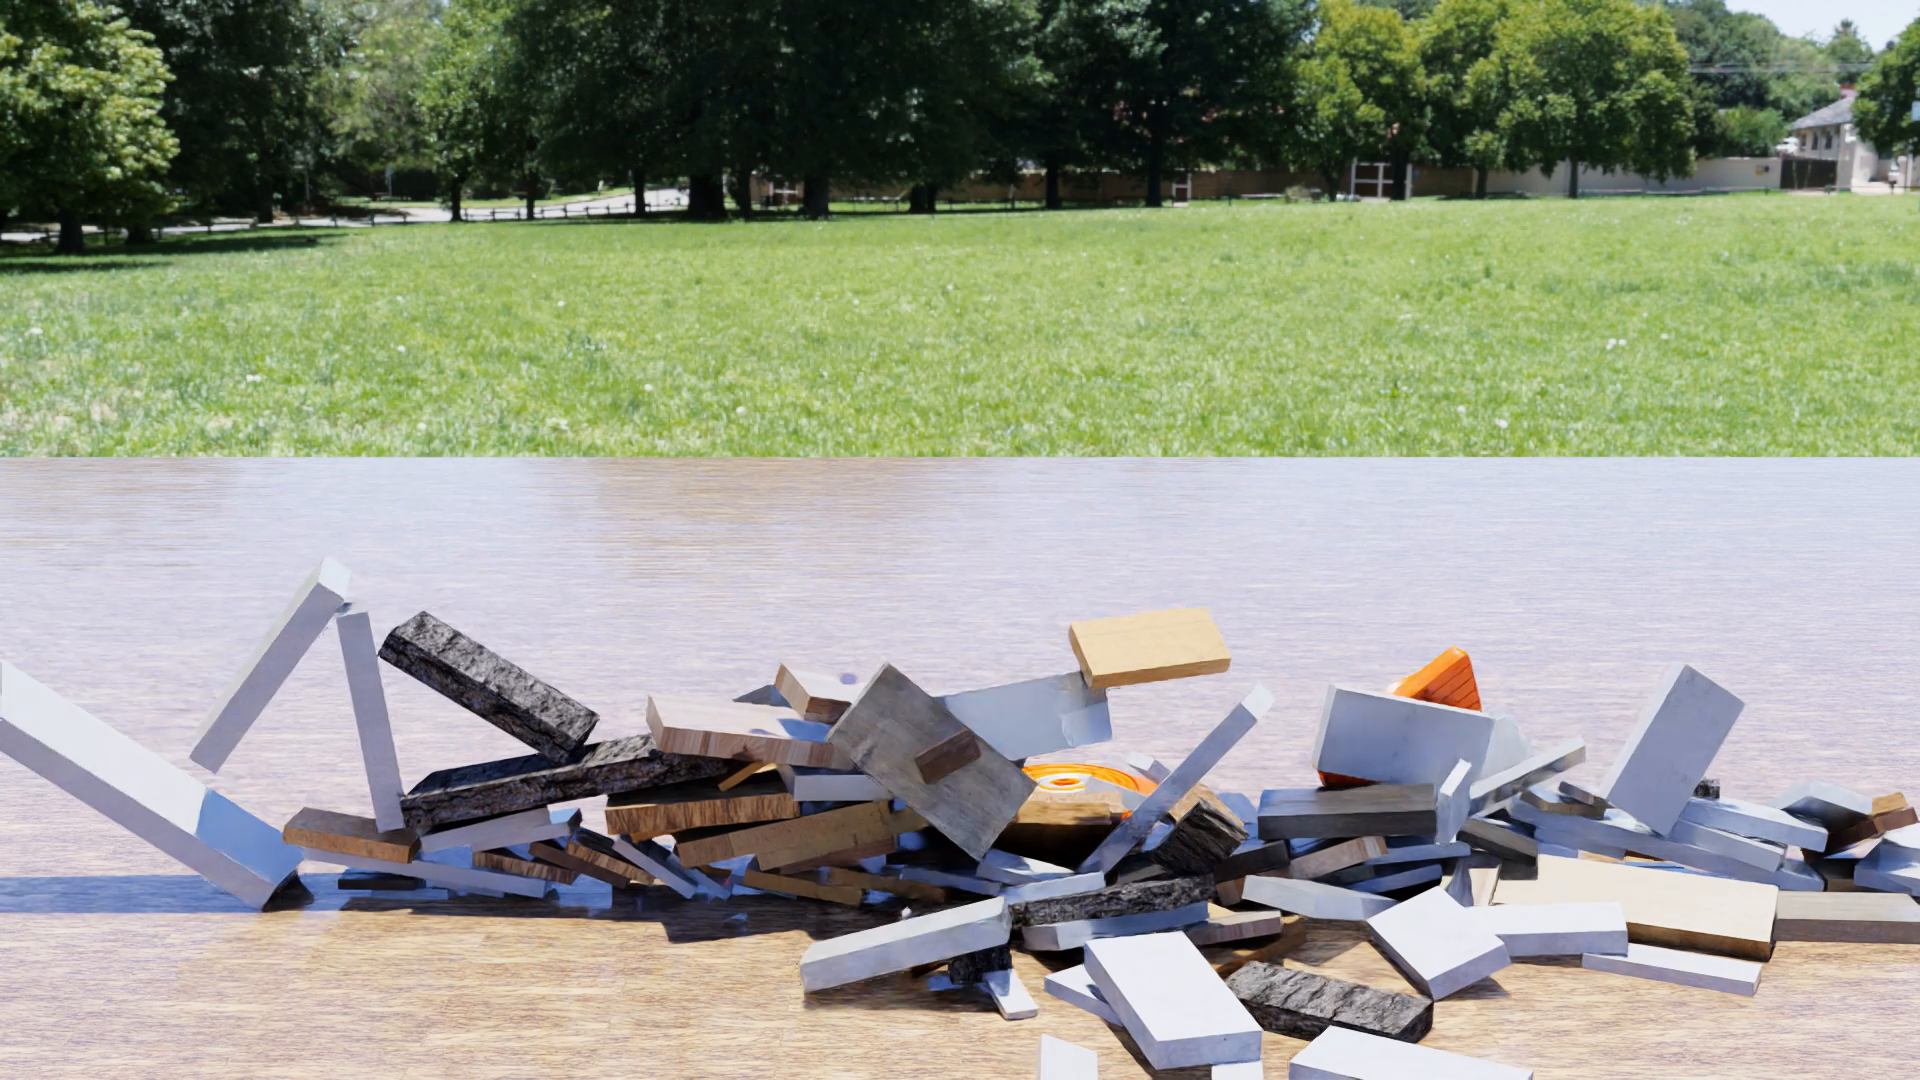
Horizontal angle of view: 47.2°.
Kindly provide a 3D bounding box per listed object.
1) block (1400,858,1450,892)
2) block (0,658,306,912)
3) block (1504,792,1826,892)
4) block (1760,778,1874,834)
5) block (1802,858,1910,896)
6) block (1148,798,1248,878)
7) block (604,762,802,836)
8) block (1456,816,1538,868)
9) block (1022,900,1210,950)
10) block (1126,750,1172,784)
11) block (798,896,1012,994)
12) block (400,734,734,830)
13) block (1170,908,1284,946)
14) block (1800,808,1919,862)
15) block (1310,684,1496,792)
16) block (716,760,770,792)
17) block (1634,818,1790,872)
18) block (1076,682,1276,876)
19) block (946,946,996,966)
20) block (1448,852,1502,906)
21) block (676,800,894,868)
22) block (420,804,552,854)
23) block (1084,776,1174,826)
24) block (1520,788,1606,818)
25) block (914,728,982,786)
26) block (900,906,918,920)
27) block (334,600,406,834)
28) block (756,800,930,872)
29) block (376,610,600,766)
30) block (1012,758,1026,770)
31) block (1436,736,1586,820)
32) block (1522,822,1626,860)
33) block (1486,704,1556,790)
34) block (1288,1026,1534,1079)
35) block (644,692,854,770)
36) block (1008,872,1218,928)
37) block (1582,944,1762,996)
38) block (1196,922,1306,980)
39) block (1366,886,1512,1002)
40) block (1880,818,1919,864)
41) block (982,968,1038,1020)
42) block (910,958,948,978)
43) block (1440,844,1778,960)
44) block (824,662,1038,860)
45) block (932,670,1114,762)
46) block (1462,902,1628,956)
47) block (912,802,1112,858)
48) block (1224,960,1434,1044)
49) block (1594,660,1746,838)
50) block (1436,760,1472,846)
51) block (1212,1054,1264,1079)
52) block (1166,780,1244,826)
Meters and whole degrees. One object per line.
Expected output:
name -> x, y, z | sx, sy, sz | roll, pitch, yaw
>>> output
block -> 0.807, 0.540, 3.724 | 0.179, 0.025, 0.090 | -20, 13, -14
block -> -1.392, 0.394, 3.645 | 0.645, 0.051, 0.180 | 33, 10, -4
block -> 1.178, 0.506, 3.696 | 0.513, 0.033, 0.116 | 15, 9, 7
block -> 1.446, 0.461, 3.737 | 0.107, 0.030, 0.214 | 18, -21, 0
block -> 1.547, 0.568, 3.705 | 0.214, 0.030, 0.107 | 0, 11, 0
block -> 0.360, 0.464, 3.339 | 0.088, 0.176, 0.025 | 36, 51, 4
block -> -0.415, 0.417, 3.596 | 0.309, 0.044, 0.154 | -5, 16, -1
block -> 0.878, 0.491, 3.595 | 0.131, 0.019, 0.066 | 20, 20, 9
block -> 0.241, 0.594, 3.408 | 0.259, 0.037, 0.130 | -7, -7, -23
block -> 0.389, 0.445, 3.982 | 0.175, 0.025, 0.088 | 36, -9, -21
block -> -0.078, 0.595, 3.246 | 0.302, 0.043, 0.151 | -15, 0, 4
block -> -0.633, 0.382, 3.612 | 0.533, 0.049, 0.174 | -10, 8, 5
block -> 0.411, 0.598, 3.391 | 0.170, 0.024, 0.085 | -11, 0, 10
block -> 1.502, 0.494, 3.676 | 0.091, 0.026, 0.183 | -10, -19, -23
block -> 0.740, 0.337, 3.682 | 0.283, 0.142, 0.040 | 11, 7, -10
block -> -0.344, 0.363, 3.564 | 0.112, 0.016, 0.056 | -32, 19, 0
block -> 1.262, 0.494, 3.689 | 0.232, 0.033, 0.116 | 18, 10, 26
block -> 0.363, 0.412, 3.694 | 0.040, 0.418, 0.142 | 44, 21, 7
block -> 0.012, 0.638, 3.374 | 0.097, 0.014, 0.049 | 1, 11, 6
block -> 0.830, 0.558, 3.557 | 0.067, 0.019, 0.134 | 4, 35, 24
block -> -0.284, 0.452, 3.617 | 0.348, 0.044, 0.154 | -13, 16, 3
block -> -0.782, 0.467, 3.626 | 0.208, 0.029, 0.104 | -13, 9, -12
block -> 0.345, 0.477, 3.908 | 0.245, 0.035, 0.122 | 19, -4, 10
block -> 1.011, 0.441, 3.686 | 0.131, 0.019, 0.066 | 9, 10, -29
block -> -0.019, 0.332, 3.371 | 0.096, 0.048, 0.014 | -27, 9, -17
block -> -0.059, 0.610, 3.442 | 0.014, 0.049, 0.097 | -47, 19, -5
block -> -0.975, 0.289, 3.639 | 0.051, 0.359, 0.180 | -11, 8, -16
block -> -0.200, 0.467, 3.651 | 0.284, 0.040, 0.142 | -15, 16, -3
block -> -0.775, 0.242, 3.636 | 0.348, 0.049, 0.174 | 31, 9, -2
block -> -0.049, 0.312, 3.632 | 0.295, 0.042, 0.148 | 11, 13, -24
block -> 0.918, 0.404, 3.667 | 0.267, 0.020, 0.071 | -25, -31, -1
block -> 1.033, 0.499, 3.701 | 0.155, 0.022, 0.077 | 14, 9, 0
block -> 0.971, 0.381, 3.889 | 0.083, 0.166, 0.023 | -32, -6, -21
block -> 0.593, 0.713, 2.898 | 0.283, 0.040, 0.142 | 6, 12, 31
block -> -0.335, 0.307, 3.522 | 0.315, 0.042, 0.148 | 8, 14, -19
block -> 0.213, 0.559, 3.388 | 0.350, 0.037, 0.130 | -14, -8, 36
block -> 1.074, 0.644, 3.319 | 0.248, 0.022, 0.079 | 5, 12, 27
block -> 0.394, 0.637, 3.353 | 0.085, 0.024, 0.331 | 10, 15, 43
block -> 0.724, 0.609, 3.339 | 0.127, 0.036, 0.255 | -24, 14, -5
block -> 1.613, 0.506, 3.719 | 0.091, 0.026, 0.183 | 5, 12, 26
block -> 0.072, 0.659, 3.189 | 0.048, 0.014, 0.096 | -3, 27, -22
block -> -0.012, 0.620, 3.282 | 0.116, 0.016, 0.058 | -16, -17, -30
block -> 1.033, 0.574, 3.520 | 0.509, 0.037, 0.130 | 5, 35, 25
block -> -0.044, 0.343, 3.403 | 0.302, 0.151, 0.043 | 40, -7, -9
block -> 0.106, 0.290, 3.567 | 0.343, 0.122, 0.035 | -7, -2, -40
block -> 0.894, 0.604, 3.411 | 0.263, 0.036, 0.127 | -4, 10, 13
block -> 0.084, 0.494, 3.759 | 0.319, 0.040, 0.142 | 3, -32, -13
block -> 0.514, 0.669, 3.135 | 0.284, 0.040, 0.142 | 7, 12, 32
block -> 1.176, 0.346, 3.640 | 0.130, 0.260, 0.037 | 32, -2, -12
block -> 0.788, 0.420, 3.509 | 0.020, 0.142, 0.071 | 25, 57, 28
block -> 0.371, 0.715, 2.944 | 0.067, 0.019, 0.134 | 1, 11, 6
block -> 0.419, 0.480, 3.818 | 0.083, 0.166, 0.023 | -40, -16, -17
